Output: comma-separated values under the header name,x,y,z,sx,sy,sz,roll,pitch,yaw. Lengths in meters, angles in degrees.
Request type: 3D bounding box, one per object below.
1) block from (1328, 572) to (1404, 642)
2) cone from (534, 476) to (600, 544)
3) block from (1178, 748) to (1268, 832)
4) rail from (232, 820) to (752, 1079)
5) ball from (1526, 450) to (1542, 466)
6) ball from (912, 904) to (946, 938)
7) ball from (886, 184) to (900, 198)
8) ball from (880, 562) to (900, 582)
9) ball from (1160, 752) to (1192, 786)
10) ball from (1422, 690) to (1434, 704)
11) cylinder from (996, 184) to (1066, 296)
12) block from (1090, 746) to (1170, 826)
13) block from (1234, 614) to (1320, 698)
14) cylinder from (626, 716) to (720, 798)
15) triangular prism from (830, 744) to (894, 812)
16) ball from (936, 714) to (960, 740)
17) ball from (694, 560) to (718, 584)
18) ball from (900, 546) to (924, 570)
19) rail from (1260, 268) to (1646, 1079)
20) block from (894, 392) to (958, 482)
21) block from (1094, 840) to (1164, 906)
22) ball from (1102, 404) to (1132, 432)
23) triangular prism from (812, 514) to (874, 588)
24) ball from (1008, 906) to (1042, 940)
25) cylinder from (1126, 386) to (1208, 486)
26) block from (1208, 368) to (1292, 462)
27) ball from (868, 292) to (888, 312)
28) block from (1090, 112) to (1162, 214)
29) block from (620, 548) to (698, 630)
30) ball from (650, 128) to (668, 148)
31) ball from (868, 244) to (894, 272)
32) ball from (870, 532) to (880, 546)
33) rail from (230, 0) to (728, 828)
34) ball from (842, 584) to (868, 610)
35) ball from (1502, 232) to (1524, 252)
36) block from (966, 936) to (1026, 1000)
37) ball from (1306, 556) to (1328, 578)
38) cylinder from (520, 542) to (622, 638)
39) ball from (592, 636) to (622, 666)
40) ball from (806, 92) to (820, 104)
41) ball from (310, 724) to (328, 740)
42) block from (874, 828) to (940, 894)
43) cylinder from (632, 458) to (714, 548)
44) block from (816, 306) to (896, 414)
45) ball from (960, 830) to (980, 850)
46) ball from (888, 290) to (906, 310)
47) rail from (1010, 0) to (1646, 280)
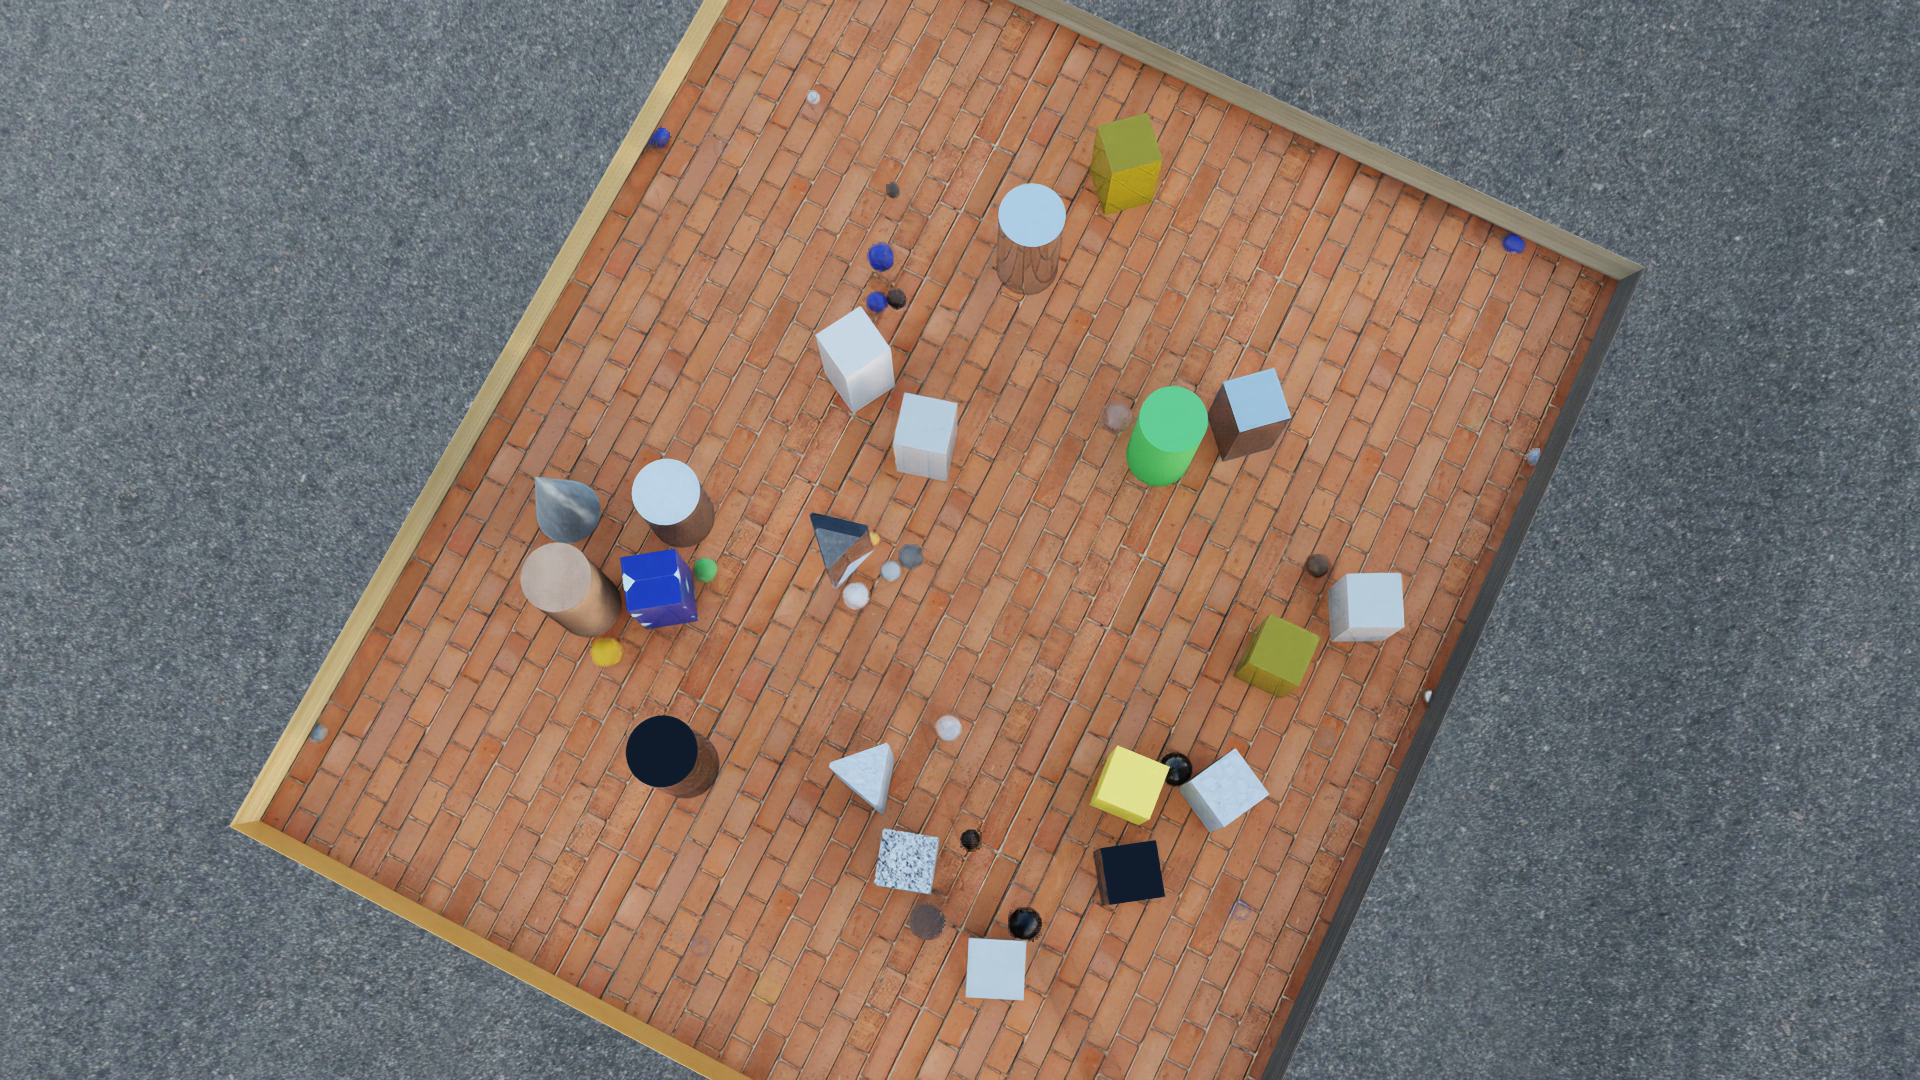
name,x,y,z,sx,sy,sz,roll,pitch,yaw
block,1.201,0.202,5.433,0.158,0.278,0.158,-1,78,0
cone,-1.204,-0.133,5.411,0.198,0.457,0.198,0,78,0
block,0.759,0.728,5.306,0.158,0.313,0.158,-35,80,-7
rail,-0.755,1.485,5.242,3.027,0.129,0.045,26,80,5
ball,1.771,-0.251,5.643,0.050,0.050,0.050,0,78,0
ball,-0.092,1.110,5.337,0.098,0.098,0.098,0,78,0
ball,-0.211,-1.108,5.823,0.044,0.044,0.044,0,78,0
ball,-0.211,0.095,5.565,0.062,0.062,0.062,0,78,0
ball,0.638,0.679,5.426,0.099,0.099,0.099,0,78,0
ball,1.408,0.471,5.496,0.045,0.045,0.045,0,78,0
cylinder,0.212,-0.911,5.588,0.198,0.424,0.198,0,78,0
block,0.488,0.714,5.307,0.158,0.318,0.158,22,79,4
block,0.929,0.344,5.391,0.158,0.302,0.158,25,79,5
cylinder,-0.818,0.626,5.250,0.198,0.463,0.198,0,78,0
triangular prism,-0.247,0.662,5.259,0.171,0.433,0.148,40,81,8
ball,-0.035,0.559,5.463,0.075,0.075,0.075,0,78,0
ball,-0.772,0.095,5.561,0.071,0.071,0.071,0,78,0
ball,-0.148,0.054,5.568,0.073,0.073,0.073,0,78,0
rail,1.333,0.659,5.413,0.045,0.129,3.423,26,80,5
block,-0.101,-0.306,5.508,0.158,0.337,0.158,12,79,2
block,0.483,0.959,5.270,0.158,0.290,0.158,-8,78,-2
ball,0.483,-0.375,5.649,0.090,0.090,0.090,0,78,0
triangular prism,-0.378,0.006,5.450,0.148,0.323,0.171,43,81,8
ball,0.190,1.117,5.337,0.095,0.095,0.095,0,78,0
cylinder,0.613,-0.304,5.465,0.198,0.420,0.198,0,78,0
block,0.866,-0.373,5.513,0.158,0.354,0.158,-16,79,-3
ball,-0.258,-0.743,5.738,0.064,0.064,0.064,0,78,0
block,0.512,-1.163,5.686,0.158,0.336,0.158,-15,79,-3
block,-0.885,0.148,5.414,0.158,0.336,0.158,-9,78,-2
ball,-0.961,-1.281,5.850,0.062,0.062,0.062,0,78,0
ball,-0.247,-0.886,5.757,0.084,0.084,0.084,0,78,0
ball,-0.267,-0.002,5.595,0.042,0.042,0.042,0,78,0
rail,-1.333,-0.646,5.684,0.045,0.129,3.423,26,80,5
ball,-0.315,0.171,5.541,0.079,0.079,0.079,0,78,0
ball,1.743,-0.937,5.778,0.063,0.063,0.063,0,78,0
block,0.099,1.213,5.198,0.158,0.327,0.158,3,78,1
ball,1.086,0.080,5.566,0.068,0.068,0.068,0,78,0
cylinder,-1.129,0.151,5.346,0.198,0.468,0.198,0,78,0
ball,-1.058,0.335,5.501,0.090,0.090,0.090,0,78,0
ball,-0.472,-1.420,5.889,0.042,0.042,0.042,0,78,0
ball,-1.917,0.574,5.471,0.052,0.052,0.052,0,78,0
block,-0.151,0.931,5.289,0.158,0.264,0.158,9,78,2
cylinder,-0.852,-0.106,5.470,0.198,0.330,0.198,0,78,0
block,-0.312,-0.539,5.532,0.158,0.384,0.158,-34,80,-7
ball,0.031,0.883,5.404,0.058,0.058,0.058,0,78,0
ball,-0.197,-0.753,5.742,0.061,0.061,0.061,0,78,0
rail,0.755,-1.471,5.855,3.027,0.129,0.045,26,80,5
